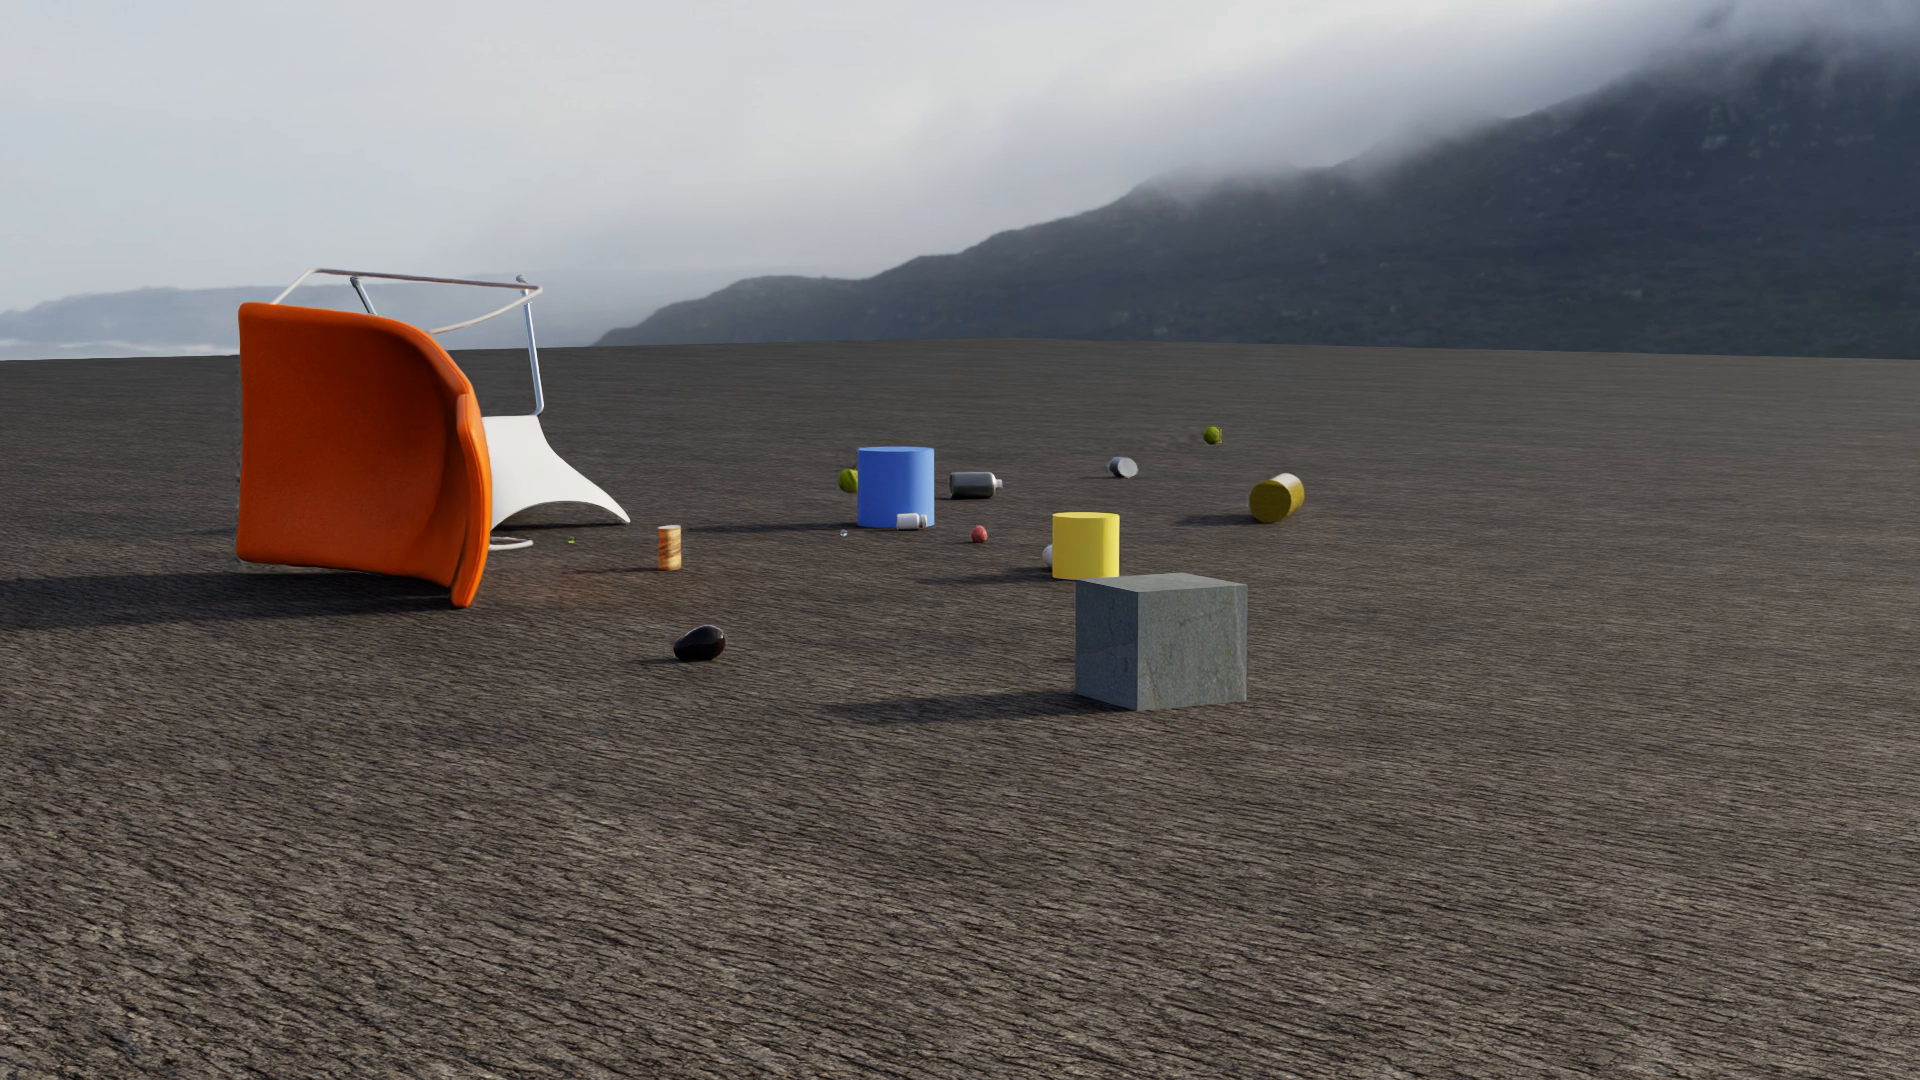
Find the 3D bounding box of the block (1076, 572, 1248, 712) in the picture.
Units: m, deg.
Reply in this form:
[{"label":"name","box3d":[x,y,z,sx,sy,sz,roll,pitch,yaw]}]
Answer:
[{"label":"block","box3d":[0.313,0.156,4.011,0.199,0.182,0.186,-3,7,-28]}]

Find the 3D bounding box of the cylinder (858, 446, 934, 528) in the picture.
[{"label":"cylinder","box3d":[-0.170,-0.141,6.805,0.204,0.201,0.196,-2,6,-16]}]

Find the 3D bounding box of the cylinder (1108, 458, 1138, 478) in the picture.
[{"label":"cylinder","box3d":[0.534,-0.238,8.405,0.080,0.061,0.051,27,-13,-25]}]

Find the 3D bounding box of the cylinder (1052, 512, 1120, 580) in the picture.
[{"label":"cylinder","box3d":[0.275,0.013,5.624,0.147,0.136,0.129,2,6,17]}]

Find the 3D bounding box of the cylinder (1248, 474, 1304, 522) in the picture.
[{"label":"cylinder","box3d":[0.861,-0.115,6.970,0.113,0.116,0.256,30,13,11]}]

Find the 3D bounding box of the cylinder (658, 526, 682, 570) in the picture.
[{"label":"cylinder","box3d":[-0.654,0.018,5.778,0.044,0.095,0.081,2,6,16]}]
